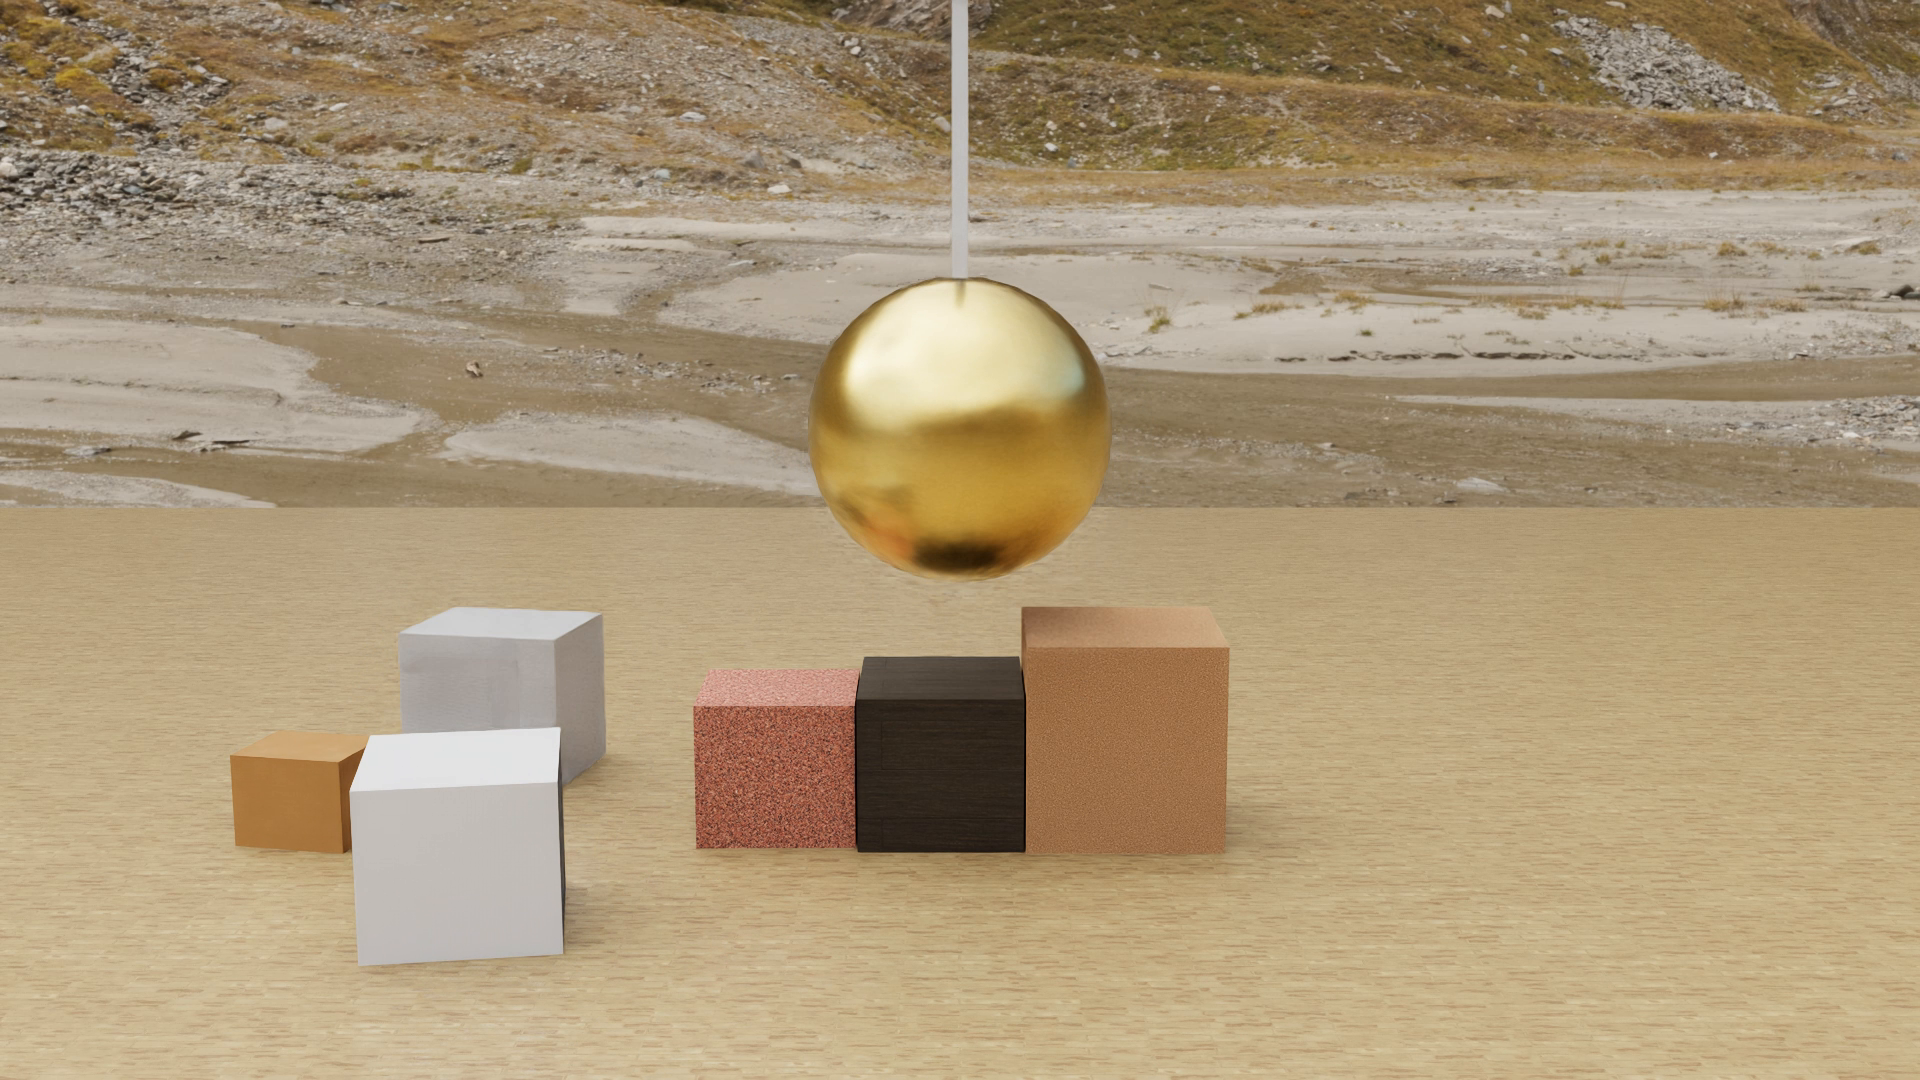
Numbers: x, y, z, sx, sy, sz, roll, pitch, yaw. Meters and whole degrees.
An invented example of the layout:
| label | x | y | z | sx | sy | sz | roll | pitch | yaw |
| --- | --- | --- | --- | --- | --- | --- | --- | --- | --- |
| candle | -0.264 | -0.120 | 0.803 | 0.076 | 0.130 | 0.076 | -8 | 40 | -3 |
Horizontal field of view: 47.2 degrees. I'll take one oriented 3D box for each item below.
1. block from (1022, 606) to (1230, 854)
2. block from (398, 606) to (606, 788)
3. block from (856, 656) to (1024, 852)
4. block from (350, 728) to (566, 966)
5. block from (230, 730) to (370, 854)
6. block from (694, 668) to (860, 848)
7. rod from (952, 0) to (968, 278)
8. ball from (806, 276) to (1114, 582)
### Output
| label | x | y | z | sx | sy | sz | roll | pitch | yaw |
| --- | --- | --- | --- | --- | --- | --- | --- | --- | --- |
| block | 0.825 | 0.959 | 11.342 | 0.993 | 1.055 | 0.958 | 0 | 10 | 0 |
| block | -2.559 | 0.876 | 12.364 | 0.899 | 0.839 | 0.769 | 2 | 9 | 10 |
| block | -0.097 | 1.091 | 11.364 | 0.829 | 0.787 | 0.920 | 0 | 10 | 0 |
| block | -2.236 | 1.359 | 9.911 | 0.869 | 0.781 | 0.907 | -2 | 10 | -9 |
| block | -3.312 | 1.278 | 11.212 | 0.592 | 0.473 | 0.483 | 2 | 11 | 12 |
| block | -0.928 | 1.117 | 11.363 | 0.800 | 0.736 | 0.774 | 0 | 10 | -1 |
| rod | 0.000 | -3.870 | 10.665 | 0.080 | 5.200 | 0.080 | 0 | 14 | 0 |
| ball | 0.000 | -0.577 | 11.510 | 1.600 | 1.600 | 1.600 | 0 | 10 | 0 |
